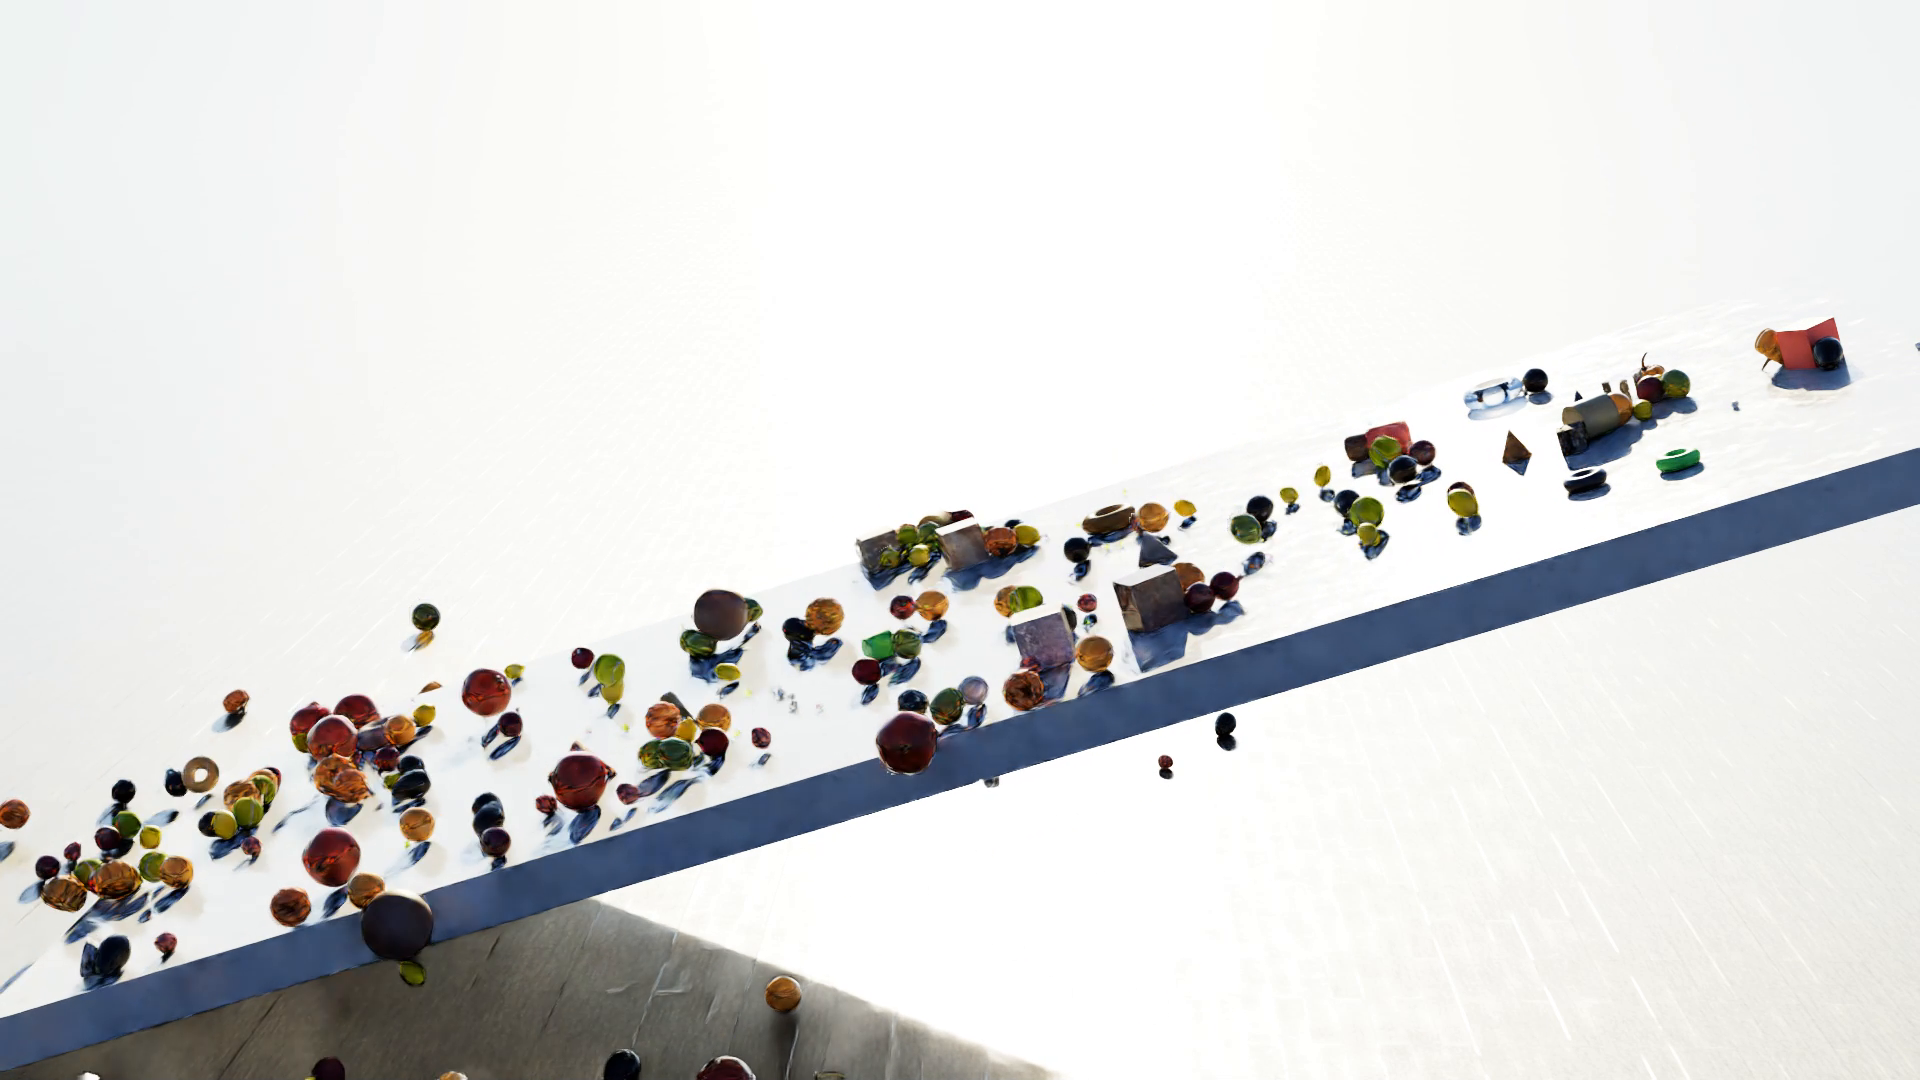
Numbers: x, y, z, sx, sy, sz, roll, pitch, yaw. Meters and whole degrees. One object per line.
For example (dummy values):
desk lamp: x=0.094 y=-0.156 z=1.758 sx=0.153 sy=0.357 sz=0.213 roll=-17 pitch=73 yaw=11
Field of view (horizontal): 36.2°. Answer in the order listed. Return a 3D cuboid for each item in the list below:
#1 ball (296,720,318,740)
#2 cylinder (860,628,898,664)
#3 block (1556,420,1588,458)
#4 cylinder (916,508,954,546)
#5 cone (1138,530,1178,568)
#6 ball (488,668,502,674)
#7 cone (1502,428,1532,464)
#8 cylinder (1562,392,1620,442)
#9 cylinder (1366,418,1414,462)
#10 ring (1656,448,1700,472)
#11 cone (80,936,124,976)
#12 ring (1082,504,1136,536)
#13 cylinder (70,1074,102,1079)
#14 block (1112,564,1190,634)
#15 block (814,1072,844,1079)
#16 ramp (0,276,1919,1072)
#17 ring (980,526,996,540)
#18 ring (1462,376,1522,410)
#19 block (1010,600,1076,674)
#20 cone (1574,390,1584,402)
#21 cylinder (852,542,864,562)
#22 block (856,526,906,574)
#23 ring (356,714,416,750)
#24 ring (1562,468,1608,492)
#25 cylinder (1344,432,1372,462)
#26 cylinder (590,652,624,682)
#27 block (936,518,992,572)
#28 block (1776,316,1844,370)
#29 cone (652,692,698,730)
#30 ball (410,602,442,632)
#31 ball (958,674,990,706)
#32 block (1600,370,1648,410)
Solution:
ball: x=-1.617 y=0.470 z=7.286 sx=0.052 sy=0.052 sz=0.052 roll=0 pitch=11 yaw=0
cylinder: x=-0.168 y=0.222 z=6.122 sx=0.057 sy=0.057 sz=0.057 roll=-22 pitch=20 yaw=-23
block: x=1.246 y=-0.206 z=5.989 sx=0.053 sy=0.053 sz=0.053 roll=-15 pitch=11 yaw=15
cylinder: x=-0.061 y=-0.033 z=7.220 sx=0.079 sy=0.079 sz=0.079 roll=2 pitch=14 yaw=10
cone: x=0.423 y=0.027 z=6.203 sx=0.082 sy=0.082 sz=0.082 roll=11 pitch=13 yaw=8
ball: x=-1.303 y=0.406 z=8.298 sx=0.086 sy=0.086 sz=0.086 roll=0 pitch=11 yaw=0
cone: x=1.145 y=-0.201 z=6.091 sx=0.068 sy=0.068 sz=0.068 roll=-17 pitch=10 yaw=3
cylinder: x=1.297 y=-0.250 z=6.048 sx=0.084 sy=0.084 sz=0.084 roll=-21 pitch=18 yaw=-18
cylinder: x=0.948 y=-0.219 z=6.485 sx=0.082 sy=0.082 sz=0.082 roll=-14 pitch=6 yaw=21
ring: x=1.363 y=-0.153 z=5.582 sx=0.087 sy=0.029 sz=0.087 roll=-16 pitch=11 yaw=3
cone: x=-1.628 y=0.801 z=5.605 sx=0.077 sy=0.077 sz=0.077 roll=15 pitch=10 yaw=-8
ring: x=0.341 y=-0.047 z=6.718 sx=0.130 sy=0.043 sz=0.130 roll=-18 pitch=11 yaw=4
cylinder: x=-1.539 y=1.011 z=5.205 sx=0.096 sy=0.096 sz=0.096 roll=-8 pitch=24 yaw=-35
block: x=0.368 y=0.114 z=5.667 sx=0.099 sy=0.099 sz=0.099 roll=-21 pitch=11 yaw=-16
block: x=-0.238 y=1.001 z=5.322 sx=0.051 sy=0.051 sz=0.051 roll=7 pitch=45 yaw=-25
ramp: x=0.098 y=0.184 z=6.313 sx=4.000 sy=0.100 sz=2.000 roll=-17 pitch=10 yaw=5
ring: x=0.044 y=-0.011 z=7.071 sx=0.087 sy=0.029 sz=0.087 roll=-16 pitch=11 yaw=3
ring: x=1.221 y=-0.338 z=6.743 sx=0.143 sy=0.048 sz=0.143 roll=-18 pitch=9 yaw=3
block: x=0.160 y=0.185 z=5.641 sx=0.098 sy=0.098 sz=0.098 roll=-17 pitch=10 yaw=6
cone: x=1.296 y=-0.270 z=6.125 sx=0.095 sy=0.095 sz=0.095 roll=-17 pitch=10 yaw=3
cylinder: x=-0.232 y=0.022 z=7.298 sx=0.053 sy=0.053 sz=0.053 roll=-19 pitch=14 yaw=-6
block: x=-0.194 y=0.022 z=7.141 sx=0.084 sy=0.084 sz=0.084 roll=-20 pitch=10 yaw=-11
ring: x=-1.356 y=0.452 z=6.944 sx=0.150 sy=0.050 sz=0.150 roll=-18 pitch=9 yaw=3
ring: x=1.202 y=-0.115 z=5.653 sx=0.088 sy=0.029 sz=0.088 roll=-19 pitch=10 yaw=4
cylinder: x=0.899 y=-0.210 z=6.573 sx=0.062 sy=0.062 sz=0.062 roll=-11 pitch=4 yaw=32
cylinder: x=-0.822 y=0.296 z=6.844 sx=0.055 sy=0.055 sz=0.055 roll=7 pitch=22 yaw=32
block: x=0.007 y=0.011 z=6.842 sx=0.091 sy=0.091 sz=0.091 roll=-19 pitch=10 yaw=-8
block: x=1.760 y=-0.407 z=6.091 sx=0.085 sy=0.085 sz=0.085 roll=-23 pitch=11 yaw=-27
cone: x=-0.577 y=0.368 z=6.100 sx=0.085 sy=0.085 sz=0.085 roll=19 pitch=19 yaw=27
ball: x=-1.654 y=0.238 z=9.111 sx=0.094 sy=0.094 sz=0.094 roll=0 pitch=11 yaw=0
ball: x=0.025 y=0.280 z=5.479 sx=0.060 sy=0.060 sz=0.060 roll=0 pitch=11 yaw=0
block: x=1.415 y=-0.318 z=6.264 sx=0.064 sy=0.064 sz=0.064 roll=-8 pitch=14 yaw=44
